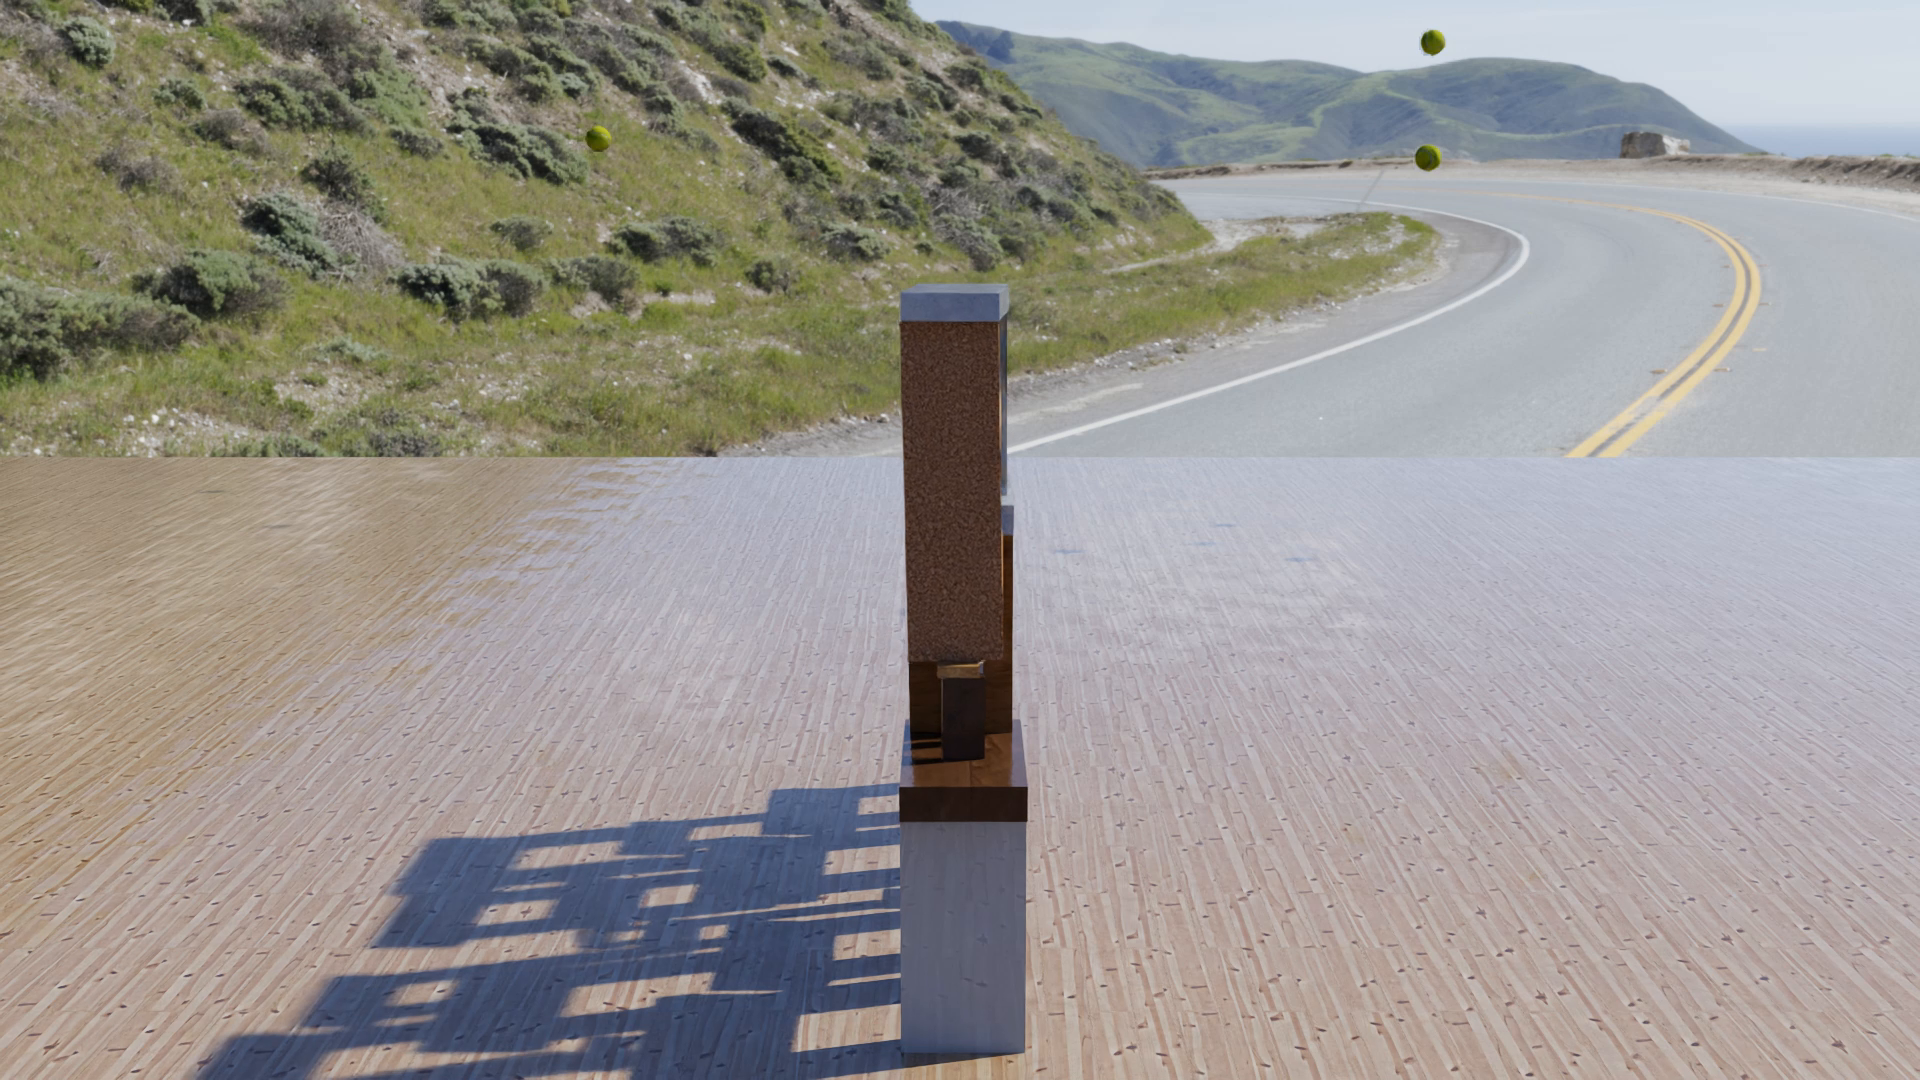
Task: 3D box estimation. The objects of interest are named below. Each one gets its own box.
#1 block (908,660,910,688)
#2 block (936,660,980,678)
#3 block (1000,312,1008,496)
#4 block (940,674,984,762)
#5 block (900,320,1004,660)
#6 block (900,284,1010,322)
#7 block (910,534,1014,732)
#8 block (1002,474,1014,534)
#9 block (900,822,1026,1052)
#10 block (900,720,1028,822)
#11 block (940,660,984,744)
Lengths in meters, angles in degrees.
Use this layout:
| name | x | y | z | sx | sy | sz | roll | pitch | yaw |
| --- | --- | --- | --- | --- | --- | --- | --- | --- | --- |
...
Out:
| name | x | y | z | sx | sy | sz | roll | pitch | yaw |
| --- | --- | --- | --- | --- | --- | --- | --- | --- | --- |
| block | -0.001 | 0.194 | 3.827 | 0.168 | 0.048 | 0.337 | 0 | 11 | 0 |
| block | -0.003 | 0.171 | 3.087 | 0.058 | 0.017 | 0.117 | 1 | 11 | 0 |
| block | 0.001 | -0.197 | 3.181 | 0.133 | 0.265 | 0.038 | 0 | 11 | 0 |
| block | 0.004 | 0.247 | 3.052 | 0.058 | 0.117 | 0.017 | -2 | 9 | -10 |
| block | -0.010 | -0.067 | 3.028 | 0.133 | 0.471 | 0.038 | 0 | 12 | 3 |
| block | -0.003 | -0.333 | 3.071 | 0.133 | 0.038 | 0.265 | 1 | 9 | 4 |
| block | 0.002 | 0.130 | 3.189 | 0.148 | 0.297 | 0.042 | 0 | 11 | 0 |
| block | 0.002 | -0.055 | 3.256 | 0.148 | 0.042 | 0.297 | 0 | 11 | 0 |
| block | 0.004 | 0.535 | 3.027 | 0.171 | 0.343 | 0.049 | 0 | 11 | 0 |
| block | 0.005 | 0.322 | 3.104 | 0.171 | 0.049 | 0.343 | 0 | 11 | 0 |
| block | 0.002 | 0.231 | 3.133 | 0.059 | 0.117 | 0.017 | 0 | 9 | -3 |
